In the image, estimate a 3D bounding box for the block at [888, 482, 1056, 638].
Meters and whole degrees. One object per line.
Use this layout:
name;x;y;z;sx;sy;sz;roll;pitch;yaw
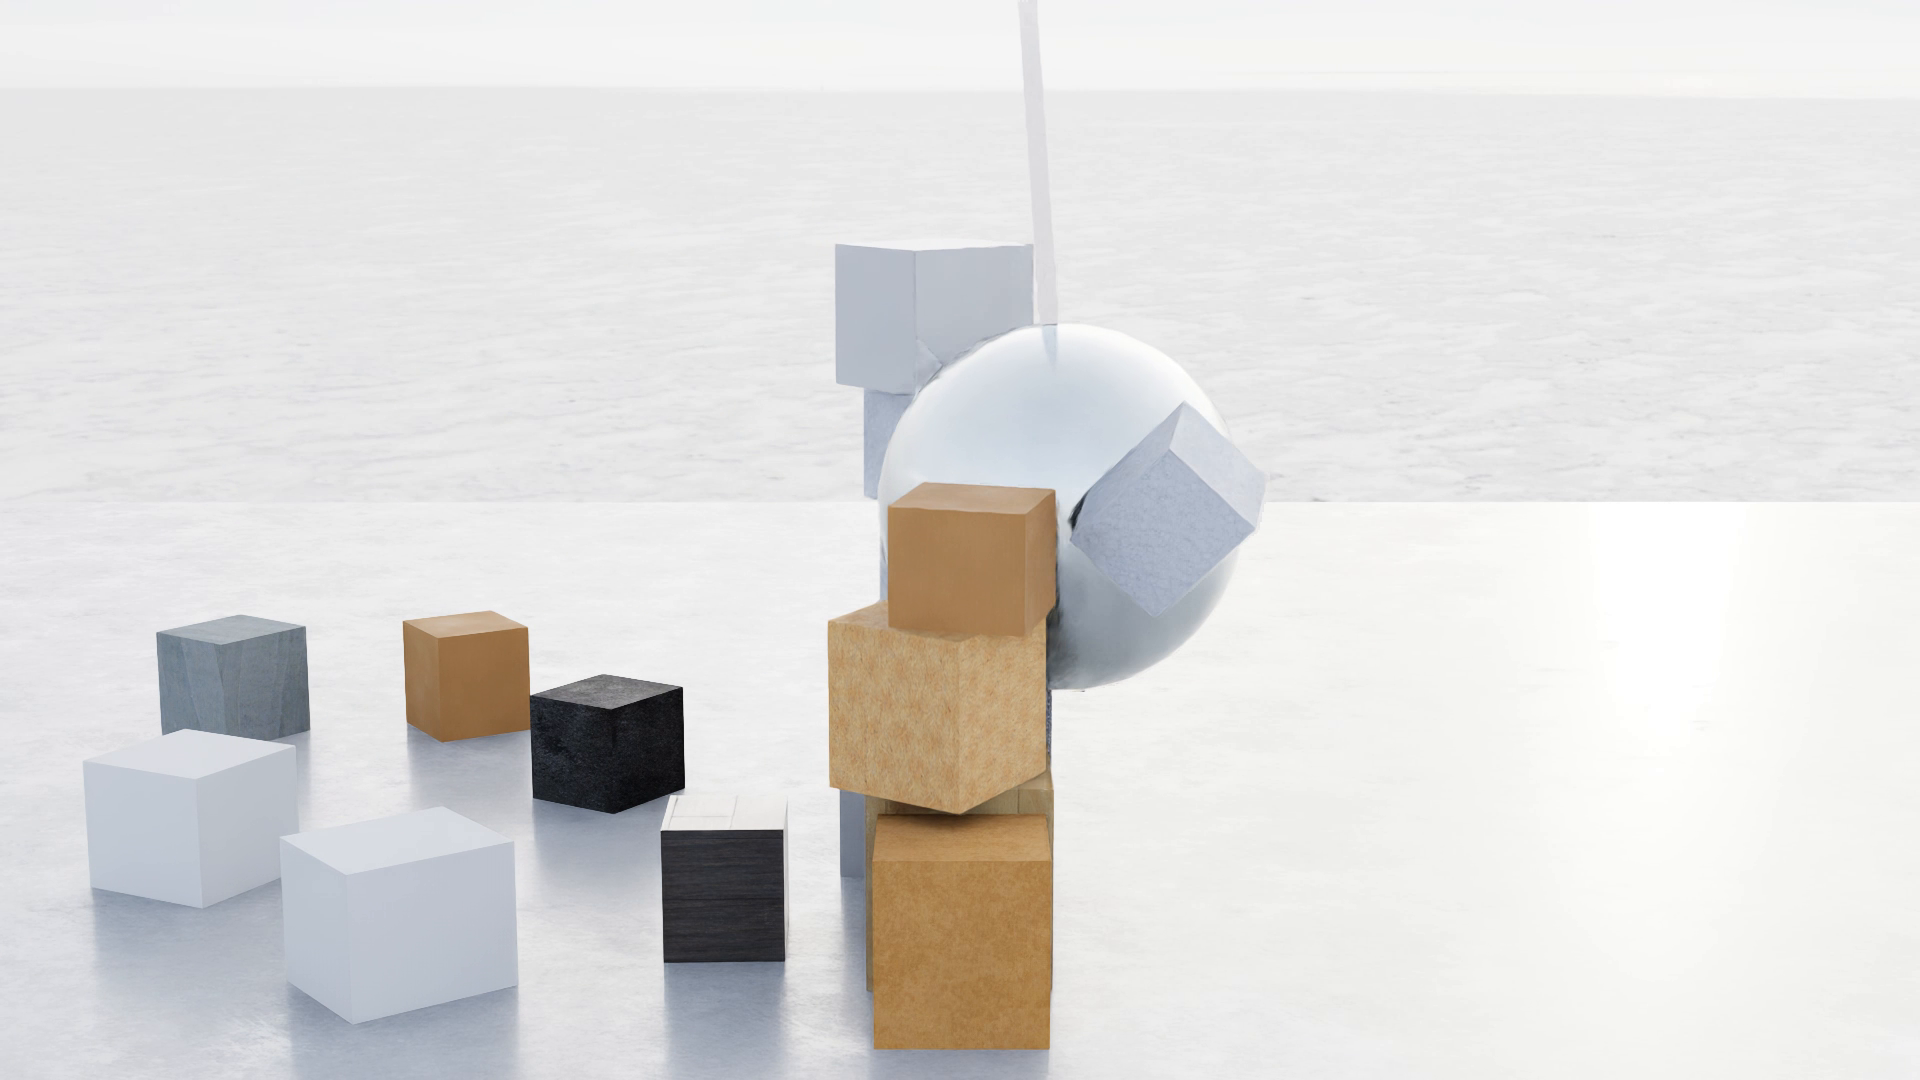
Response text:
block;0.049;0.066;9.693;0.525;0.463;0.480;3;13;15

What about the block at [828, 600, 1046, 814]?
block;-0.084;0.604;9.858;0.593;0.659;0.620;8;15;32

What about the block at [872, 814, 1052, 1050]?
block;0.007;1.452;9.583;0.642;0.714;0.600;0;10;0

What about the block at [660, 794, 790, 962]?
block;-0.951;1.375;10.465;0.486;0.550;0.496;0;10;-2

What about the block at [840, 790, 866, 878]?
block;-0.143;1.082;11.636;0.746;0.708;0.720;0;10;2

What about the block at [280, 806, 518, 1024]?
block;-2.183;1.445;9.990;0.696;0.583;0.607;-8;13;-37

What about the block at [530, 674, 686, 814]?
block;-1.733;0.996;12.637;0.519;0.519;0.545;7;12;32

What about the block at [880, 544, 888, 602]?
block;-0.016;0.050;12.544;0.517;0.536;0.560;8;13;37

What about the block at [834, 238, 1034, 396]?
block;-0.122;-1.070;12.166;0.707;0.666;0.622;-8;13;-38

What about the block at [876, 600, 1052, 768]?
block;0.009;0.828;12.388;0.842;0.939;0.818;0;10;0

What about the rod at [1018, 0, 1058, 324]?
rod;0.191;-3.481;10.547;0.080;5.200;0.080;-4;10;1

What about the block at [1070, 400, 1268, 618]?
block;0.820;-0.123;10.015;0.457;0.559;0.495;42;26;-9

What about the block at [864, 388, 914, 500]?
block;-0.096;-0.474;12.334;0.545;0.568;0.514;-7;12;-32

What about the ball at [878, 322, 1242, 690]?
ball;0.441;-0.145;11.154;1.600;1.600;1.600;0;10;0

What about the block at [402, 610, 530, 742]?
block;-2.681;0.733;13.944;0.513;0.568;0.523;-7;12;-32

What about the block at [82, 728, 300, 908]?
block;-3.374;1.214;11.294;0.649;0.570;0.616;5;12;27

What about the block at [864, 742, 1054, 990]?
block;-0.004;1.281;10.261;0.723;0.808;0.781;0;10;0

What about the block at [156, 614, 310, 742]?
block;-3.899;0.760;13.778;0.533;0.576;0.563;7;13;35
